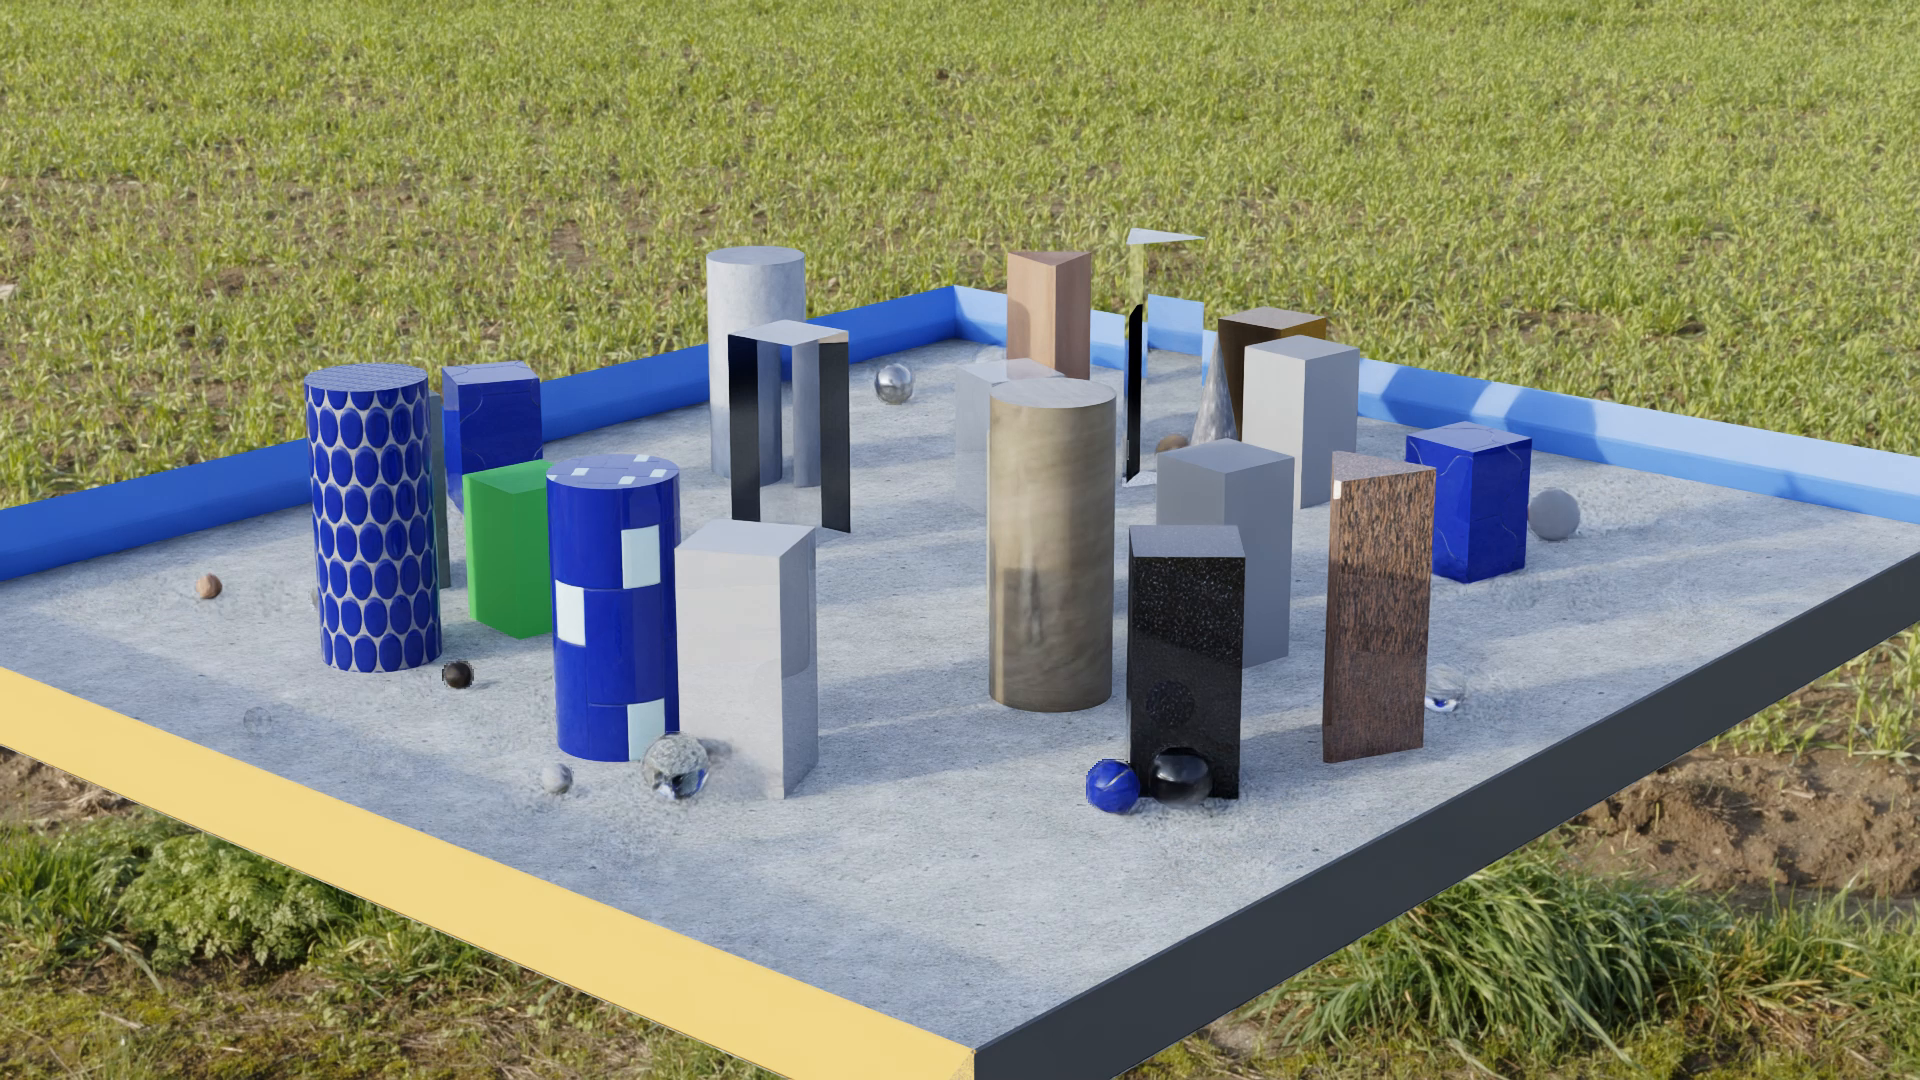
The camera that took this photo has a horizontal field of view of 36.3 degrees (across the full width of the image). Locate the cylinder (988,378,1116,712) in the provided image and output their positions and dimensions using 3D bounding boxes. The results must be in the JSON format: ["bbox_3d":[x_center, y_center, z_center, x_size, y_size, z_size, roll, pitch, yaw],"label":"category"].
[{"bbox_3d":[0.143,0.007,4.582,0.196,0.488,0.196,0,17,0],"label":"cylinder"}]

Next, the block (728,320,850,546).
[{"bbox_3d":[-0.314,-0.194,5.421,0.157,0.388,0.157,13,21,37],"label":"block"}]

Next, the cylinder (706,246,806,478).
[{"bbox_3d":[-0.405,-0.354,5.868,0.196,0.437,0.196,0,17,0],"label":"cylinder"}]

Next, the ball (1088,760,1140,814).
[{"bbox_3d":[0.218,0.351,4.157,0.075,0.075,0.075,0,17,0],"label":"ball"}]

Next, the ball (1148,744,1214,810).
[{"bbox_3d":[0.312,0.337,4.159,0.093,0.093,0.093,0,17,0],"label":"ball"}]

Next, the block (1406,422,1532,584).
[{"bbox_3d":[0.908,-0.069,5.261,0.157,0.241,0.157,-13,21,-37],"label":"block"}]

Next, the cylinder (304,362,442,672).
[{"bbox_3d":[-0.952,-0.037,4.763,0.196,0.468,0.196,0,17,0],"label":"cylinder"}]

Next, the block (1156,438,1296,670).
[{"bbox_3d":[0.429,0.025,4.780,0.157,0.339,0.157,-13,21,-37],"label":"block"}]

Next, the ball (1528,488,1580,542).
[{"bbox_3d":[1.100,-0.046,5.434,0.097,0.097,0.097,0,17,0],"label":"ball"}]

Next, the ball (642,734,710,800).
[{"bbox_3d":[-0.406,0.324,4.189,0.096,0.096,0.096,0,17,0],"label":"ball"}]

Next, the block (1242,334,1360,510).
[{"bbox_3d":[0.662,-0.232,5.708,0.157,0.294,0.157,-14,22,-39],"label":"block"}]

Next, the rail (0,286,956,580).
[{"bbox_3d":[-0.990,-0.216,5.943,0.045,0.127,3.028,14,22,39],"label":"rail"}]

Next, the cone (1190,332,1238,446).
[{"bbox_3d":[0.439,-0.133,5.067,0.196,0.476,0.196,0,17,0],"label":"cone"}]

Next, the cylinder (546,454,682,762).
[{"bbox_3d":[-0.513,0.100,4.388,0.196,0.421,0.196,0,17,0],"label":"cylinder"}]

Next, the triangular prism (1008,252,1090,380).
[{"bbox_3d":[0.206,-0.393,6.062,0.147,0.398,0.170,-10,19,-30],"label":"triangular prism"}]

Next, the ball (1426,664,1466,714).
[{"bbox_3d":[0.747,0.230,4.553,0.078,0.078,0.078,0,17,0],"label":"ball"}]

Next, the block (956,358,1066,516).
[{"bbox_3d":[0.095,-0.198,5.645,0.157,0.265,0.157,-8,18,-25],"label":"block"}]

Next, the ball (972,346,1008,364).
[{"bbox_3d":[0.076,-0.383,6.549,0.098,0.098,0.098,0,17,0],"label":"ball"}]

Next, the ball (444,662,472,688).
[{"bbox_3d":[-0.798,0.215,4.663,0.042,0.042,0.042,0,17,0],"label":"ball"}]

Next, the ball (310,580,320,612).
[{"bbox_3d":[-1.074,0.095,5.011,0.071,0.071,0.071,0,17,0],"label":"ball"}]

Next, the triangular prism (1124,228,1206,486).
[{"bbox_3d":[0.373,-0.367,5.825,0.170,0.486,0.147,-7,18,-22],"label":"triangular prism"}]

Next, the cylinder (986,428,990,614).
[{"bbox_3d":[0.143,-0.031,5.009,0.196,0.315,0.196,0,17,0],"label":"cylinder"}]

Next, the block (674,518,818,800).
[{"bbox_3d":[-0.307,0.171,4.250,0.157,0.365,0.157,5,17,15],"label":"block"}]

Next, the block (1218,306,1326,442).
[{"bbox_3d":[0.632,-0.312,5.981,0.157,0.290,0.157,15,22,40],"label":"block"}]

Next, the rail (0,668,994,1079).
[{"bbox_3d":[-0.977,0.357,4.043,2.669,0.127,0.045,14,22,39],"label":"rail"}]

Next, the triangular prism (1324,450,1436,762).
[{"bbox_3d":[0.591,0.094,4.386,0.170,0.435,0.147,-7,18,-23],"label":"triangular prism"}]

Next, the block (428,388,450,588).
[{"bbox_3d":[-1.006,-0.091,5.145,0.157,0.349,0.157,-11,20,-31],"label":"block"}]

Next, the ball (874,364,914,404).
[{"bbox_3d":[-0.144,-0.341,6.430,0.087,0.087,0.087,0,17,0],"label":"ball"}]

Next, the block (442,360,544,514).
[{"bbox_3d":[-0.900,-0.197,5.656,0.157,0.258,0.157,-6,18,-20],"label":"block"}]

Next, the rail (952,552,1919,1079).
[{"bbox_3d":[0.990,0.280,4.297,0.045,0.127,3.028,14,22,39],"label":"rail"}]

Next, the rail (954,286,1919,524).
[{"bbox_3d":[0.977,-0.293,6.197,2.669,0.127,0.045,14,22,39],"label":"rail"}]

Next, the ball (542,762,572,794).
[{"bbox_3d":[-0.582,0.344,4.234,0.044,0.044,0.044,0,17,0],"label":"ball"}]

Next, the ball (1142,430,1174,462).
[{"bbox_3d":[0.400,-0.192,5.952,0.065,0.065,0.065,0,17,0],"label":"ball"}]

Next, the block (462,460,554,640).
[{"bbox_3d":[-0.728,0.014,4.966,0.157,0.253,0.157,-14,22,-39],"label":"block"}]

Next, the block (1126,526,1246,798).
[{"bbox_3d":[0.323,0.175,4.240,0.157,0.363,0.157,0,17,1],"label":"block"}]

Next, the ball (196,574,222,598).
[{"bbox_3d":[-1.308,0.081,5.109,0.043,0.043,0.043,0,17,0],"label":"ball"}]
